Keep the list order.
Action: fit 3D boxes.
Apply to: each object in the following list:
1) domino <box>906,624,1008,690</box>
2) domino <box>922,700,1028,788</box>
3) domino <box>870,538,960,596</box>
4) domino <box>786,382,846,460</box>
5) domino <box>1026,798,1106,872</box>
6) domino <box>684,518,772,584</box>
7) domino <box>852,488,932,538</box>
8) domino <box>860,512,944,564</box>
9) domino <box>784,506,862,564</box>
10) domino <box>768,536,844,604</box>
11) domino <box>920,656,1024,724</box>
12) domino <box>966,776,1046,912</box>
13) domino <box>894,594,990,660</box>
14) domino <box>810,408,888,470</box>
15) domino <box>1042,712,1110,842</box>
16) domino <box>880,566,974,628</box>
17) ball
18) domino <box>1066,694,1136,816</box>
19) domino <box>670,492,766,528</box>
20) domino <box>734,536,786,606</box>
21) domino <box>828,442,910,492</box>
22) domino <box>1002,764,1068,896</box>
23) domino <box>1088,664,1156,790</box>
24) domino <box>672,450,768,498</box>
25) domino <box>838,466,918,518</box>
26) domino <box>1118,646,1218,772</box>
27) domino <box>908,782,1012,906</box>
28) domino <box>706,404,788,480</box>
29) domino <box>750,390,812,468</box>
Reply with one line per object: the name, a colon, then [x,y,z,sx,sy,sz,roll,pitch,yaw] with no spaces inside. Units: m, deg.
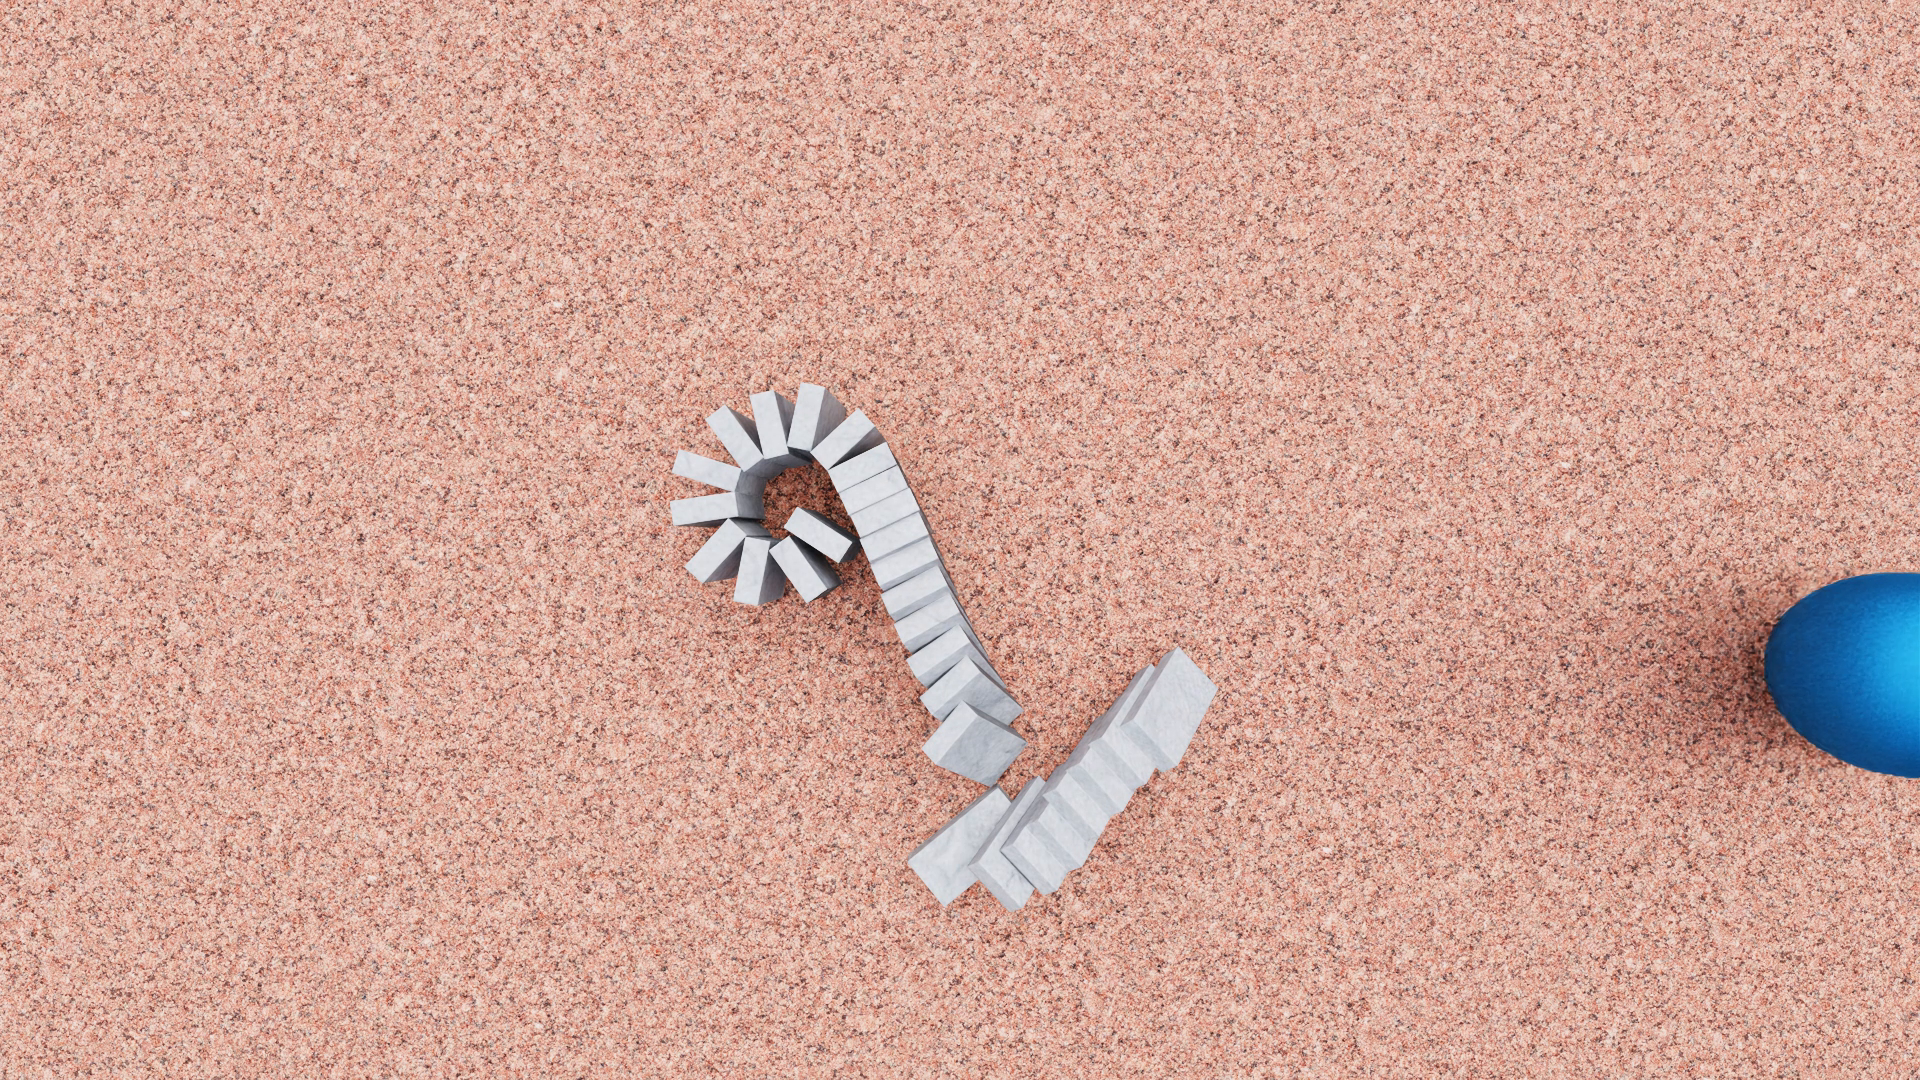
domino: [0.000,0.055,0.377,0.025,0.050,0.009,-34,54,0]
domino: [0.007,0.085,0.377,0.025,0.050,0.009,-49,53,0]
domino: [-0.017,0.017,0.375,0.025,0.050,0.010,-25,68,0]
domino: [-0.058,-0.047,0.375,0.009,0.050,0.025,12,89,3]
domino: [0.050,0.109,0.379,0.025,0.010,0.050,47,45,0]
domino: [-0.093,0.004,0.375,0.009,0.050,0.025,42,90,0]
domino: [-0.027,-0.006,0.375,0.025,0.050,0.010,-25,79,0]
domino: [-0.022,0.005,0.375,0.025,0.050,0.010,-25,74,0]
domino: [-0.054,-0.002,0.375,0.025,0.050,0.010,33,90,0]
domino: [-0.062,0.011,0.375,0.009,0.050,0.025,-36,90,0]
domino: [0.006,0.068,0.377,0.025,0.050,0.009,-42,53,0]
domino: [0.027,0.125,0.380,0.025,0.010,0.050,47,47,0]
domino: [-0.007,0.042,0.376,0.025,0.050,0.009,-29,57,0]
domino: [-0.044,-0.038,0.375,0.025,0.050,0.009,-43,87,0]
domino: [0.057,0.097,0.379,0.025,0.010,0.050,47,45,1]
domino: [-0.012,0.030,0.376,0.025,0.050,0.010,-27,62,0]
ball: [0.369,0.053,0.360,0.080,0.080,0.080,0,90,0]
domino: [0.066,0.087,0.379,0.025,0.009,0.050,48,45,1]
domino: [-0.098,-0.012,0.375,0.025,0.050,0.009,-8,90,0]
domino: [-0.080,0.012,0.375,0.010,0.050,0.025,11,90,0]
domino: [-0.036,-0.026,0.375,0.025,0.050,0.009,-26,85,0]
domino: [0.040,0.118,0.379,0.025,0.009,0.050,47,45,0]
domino: [0.075,0.076,0.379,0.025,0.009,0.050,47,45,1]
domino: [-0.097,-0.027,0.375,0.025,0.050,0.009,17,90,0]
domino: [-0.031,-0.015,0.375,0.025,0.050,0.010,-25,80,0]
domino: [0.087,0.069,0.379,0.025,0.010,0.050,46,45,0]
domino: [0.005,0.131,0.395,0.050,0.009,0.025,-39,90,0]
domino: [-0.086,-0.039,0.375,0.009,0.050,0.025,-37,90,0]
domino: [-0.072,-0.044,0.375,0.009,0.050,0.025,-13,90,2]
